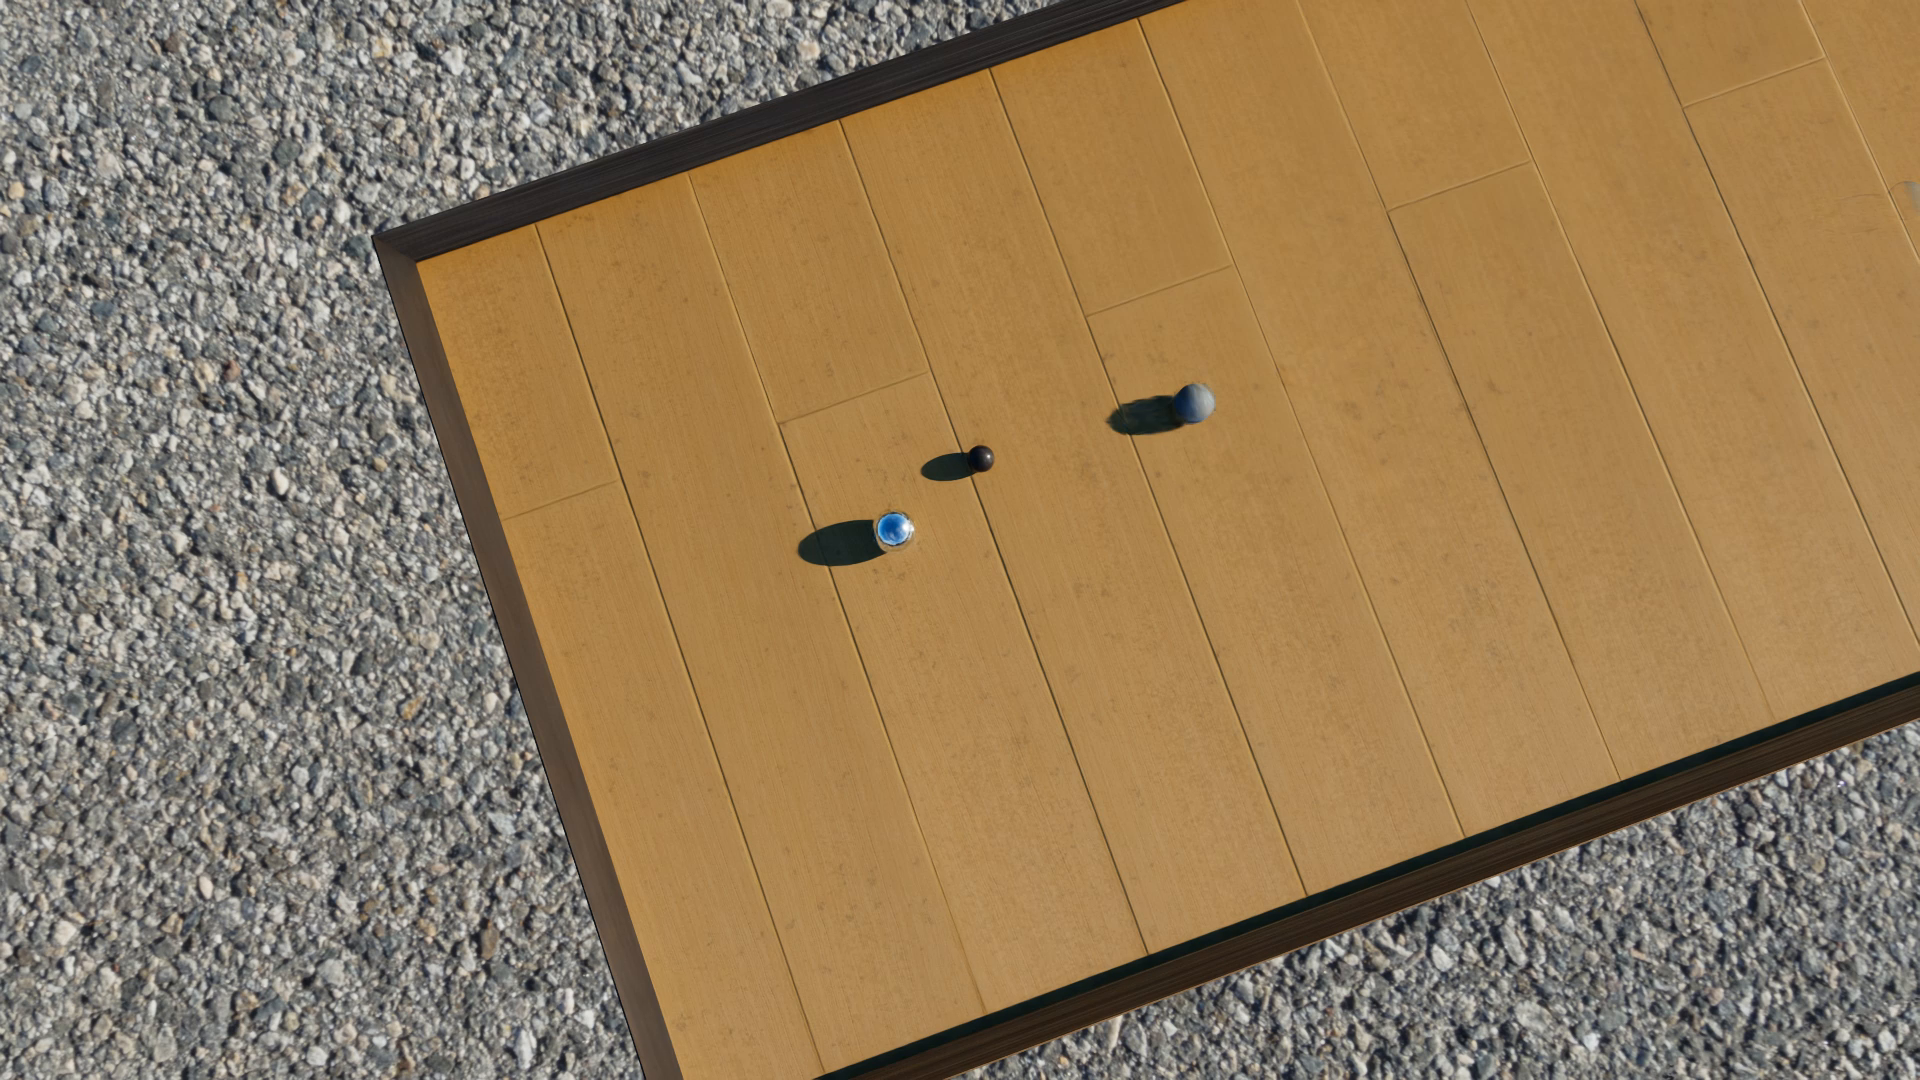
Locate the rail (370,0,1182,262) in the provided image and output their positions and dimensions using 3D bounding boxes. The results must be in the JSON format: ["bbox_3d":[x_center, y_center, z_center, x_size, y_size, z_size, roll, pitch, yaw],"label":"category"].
[{"bbox_3d":[0.403,-0.885,3.443,2.732,0.088,0.045,-20,80,-4],"label":"rail"}]

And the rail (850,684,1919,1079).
[{"bbox_3d":[0.883,0.424,3.201,2.732,0.088,0.045,-20,80,-4],"label":"rail"}]

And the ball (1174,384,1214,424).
[{"bbox_3d":[0.355,-0.206,3.332,0.060,0.060,0.060,0,80,0],"label":"ball"}]

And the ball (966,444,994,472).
[{"bbox_3d":[0.032,-0.123,3.326,0.042,0.042,0.042,0,80,0],"label":"ball"}]

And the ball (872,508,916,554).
[{"bbox_3d":[-0.099,-0.014,3.293,0.068,0.068,0.068,0,80,0],"label":"ball"}]

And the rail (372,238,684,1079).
[{"bbox_3d":[-0.620,0.217,3.239,0.045,0.088,1.463,-20,80,-4],"label":"rail"}]
